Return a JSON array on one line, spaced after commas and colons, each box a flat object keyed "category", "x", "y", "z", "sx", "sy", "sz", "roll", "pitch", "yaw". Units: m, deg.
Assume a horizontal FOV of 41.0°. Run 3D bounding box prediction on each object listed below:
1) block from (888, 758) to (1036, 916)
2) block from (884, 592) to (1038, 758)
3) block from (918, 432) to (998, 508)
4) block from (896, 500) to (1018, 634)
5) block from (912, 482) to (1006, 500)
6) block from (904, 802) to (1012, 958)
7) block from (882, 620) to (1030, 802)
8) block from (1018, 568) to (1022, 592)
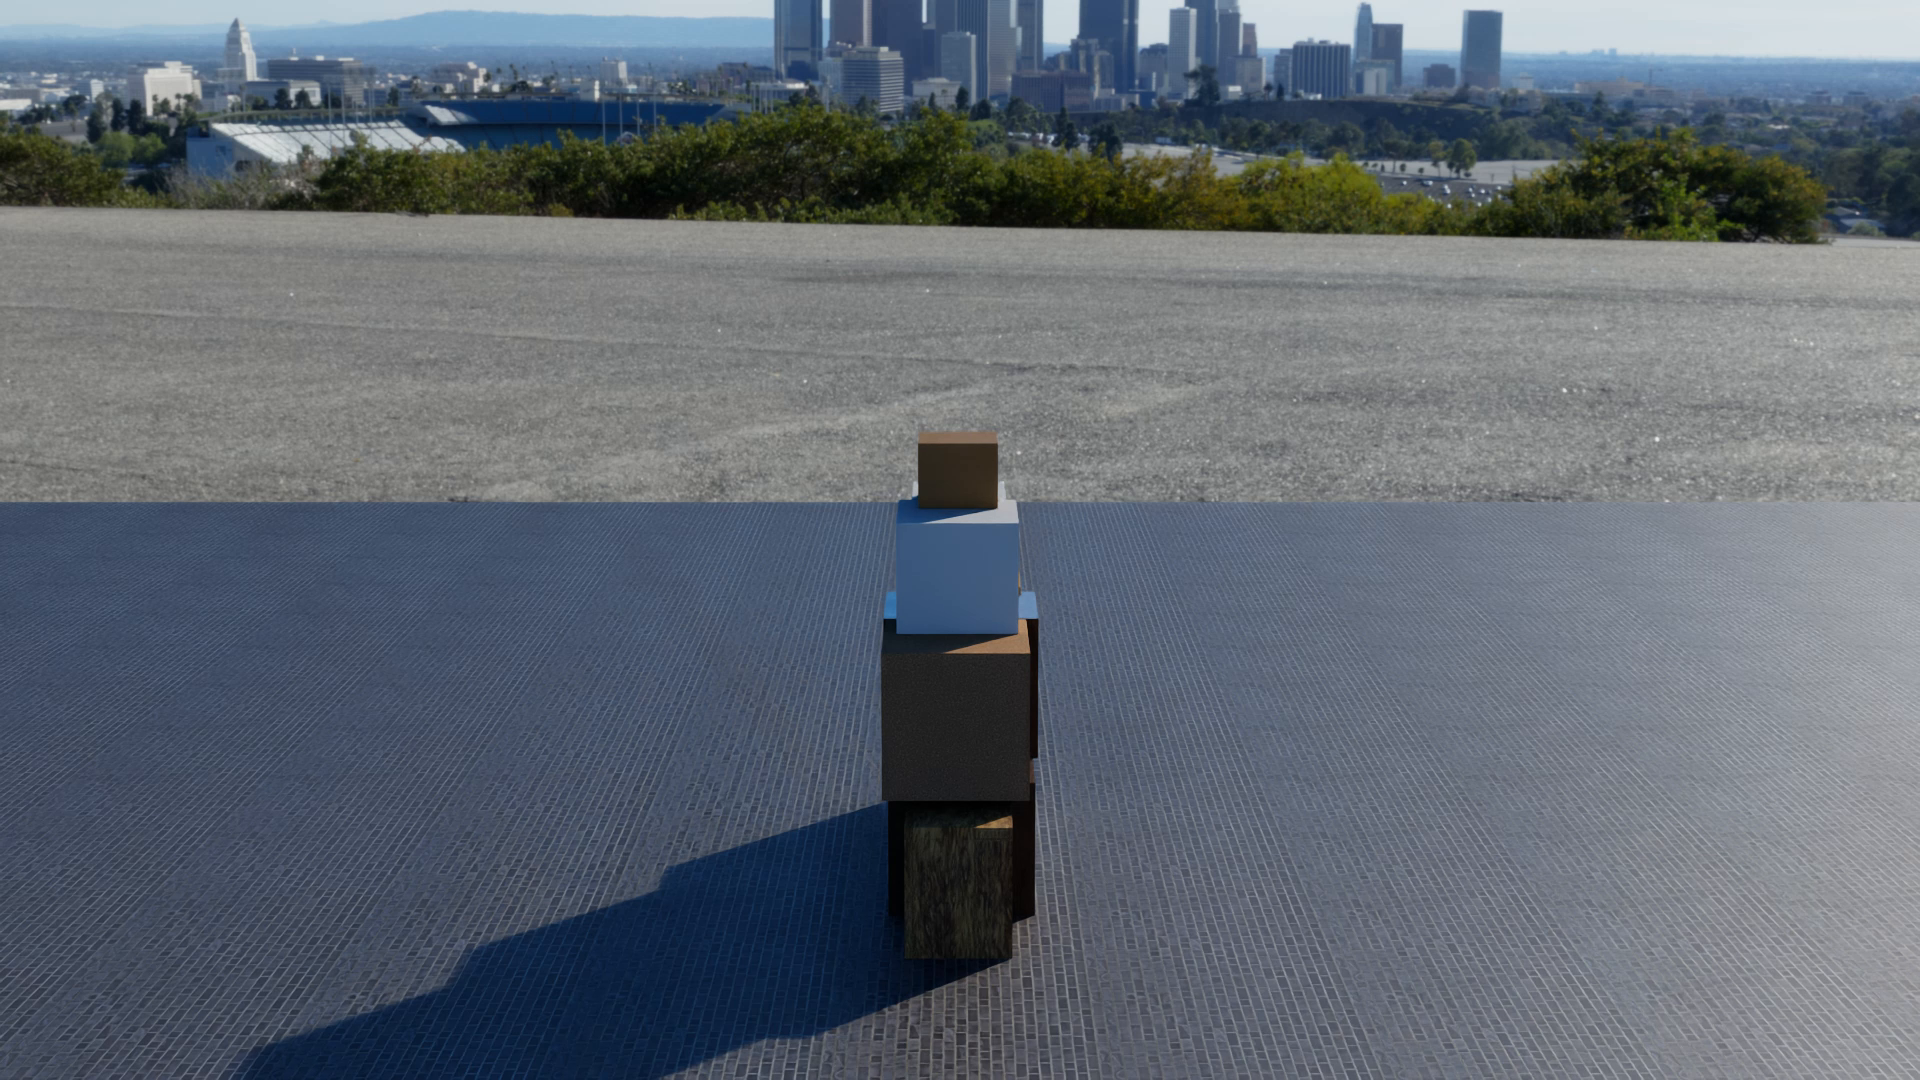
[{"category": "block", "x": 0.007, "y": 1.249, "z": 11.076, "sx": 0.617, "sy": 0.579, "sz": 0.582, "roll": 0, "pitch": 10, "yaw": 0}, {"category": "block", "x": 0.004, "y": 0.590, "z": 11.357, "sx": 0.666, "sy": 0.618, "sz": 0.583, "roll": 0, "pitch": 10, "yaw": 0}, {"category": "block", "x": -0.008, "y": -0.304, "z": 11.118, "sx": 0.340, "sy": 0.283, "sz": 0.349, "roll": 0, "pitch": 10, "yaw": 0}, {"category": "block", "x": -0.010, "y": 0.108, "z": 10.961, "sx": 0.509, "sy": 0.470, "sz": 0.590, "roll": 0, "pitch": 10, "yaw": 0}, {"category": "block", "x": -0.005, "y": 0.003, "z": 11.479, "sx": 0.413, "sy": 0.457, "sz": 0.459, "roll": 0, "pitch": 12, "yaw": 0}, {"category": "block", "x": -0.006, "y": 1.367, "z": 10.523, "sx": 0.433, "sy": 0.545, "sz": 0.527, "roll": 0, "pitch": 10, "yaw": 0}, {"category": "block", "x": -0.017, "y": 0.703, "z": 10.737, "sx": 0.603, "sy": 0.617, "sz": 0.658, "roll": 0, "pitch": 10, "yaw": 0}, {"category": "block", "x": 0.003, "y": 0.418, "z": 11.897, "sx": 0.548, "sy": 0.512, "sz": 0.520, "roll": 0, "pitch": 10, "yaw": 0}]
